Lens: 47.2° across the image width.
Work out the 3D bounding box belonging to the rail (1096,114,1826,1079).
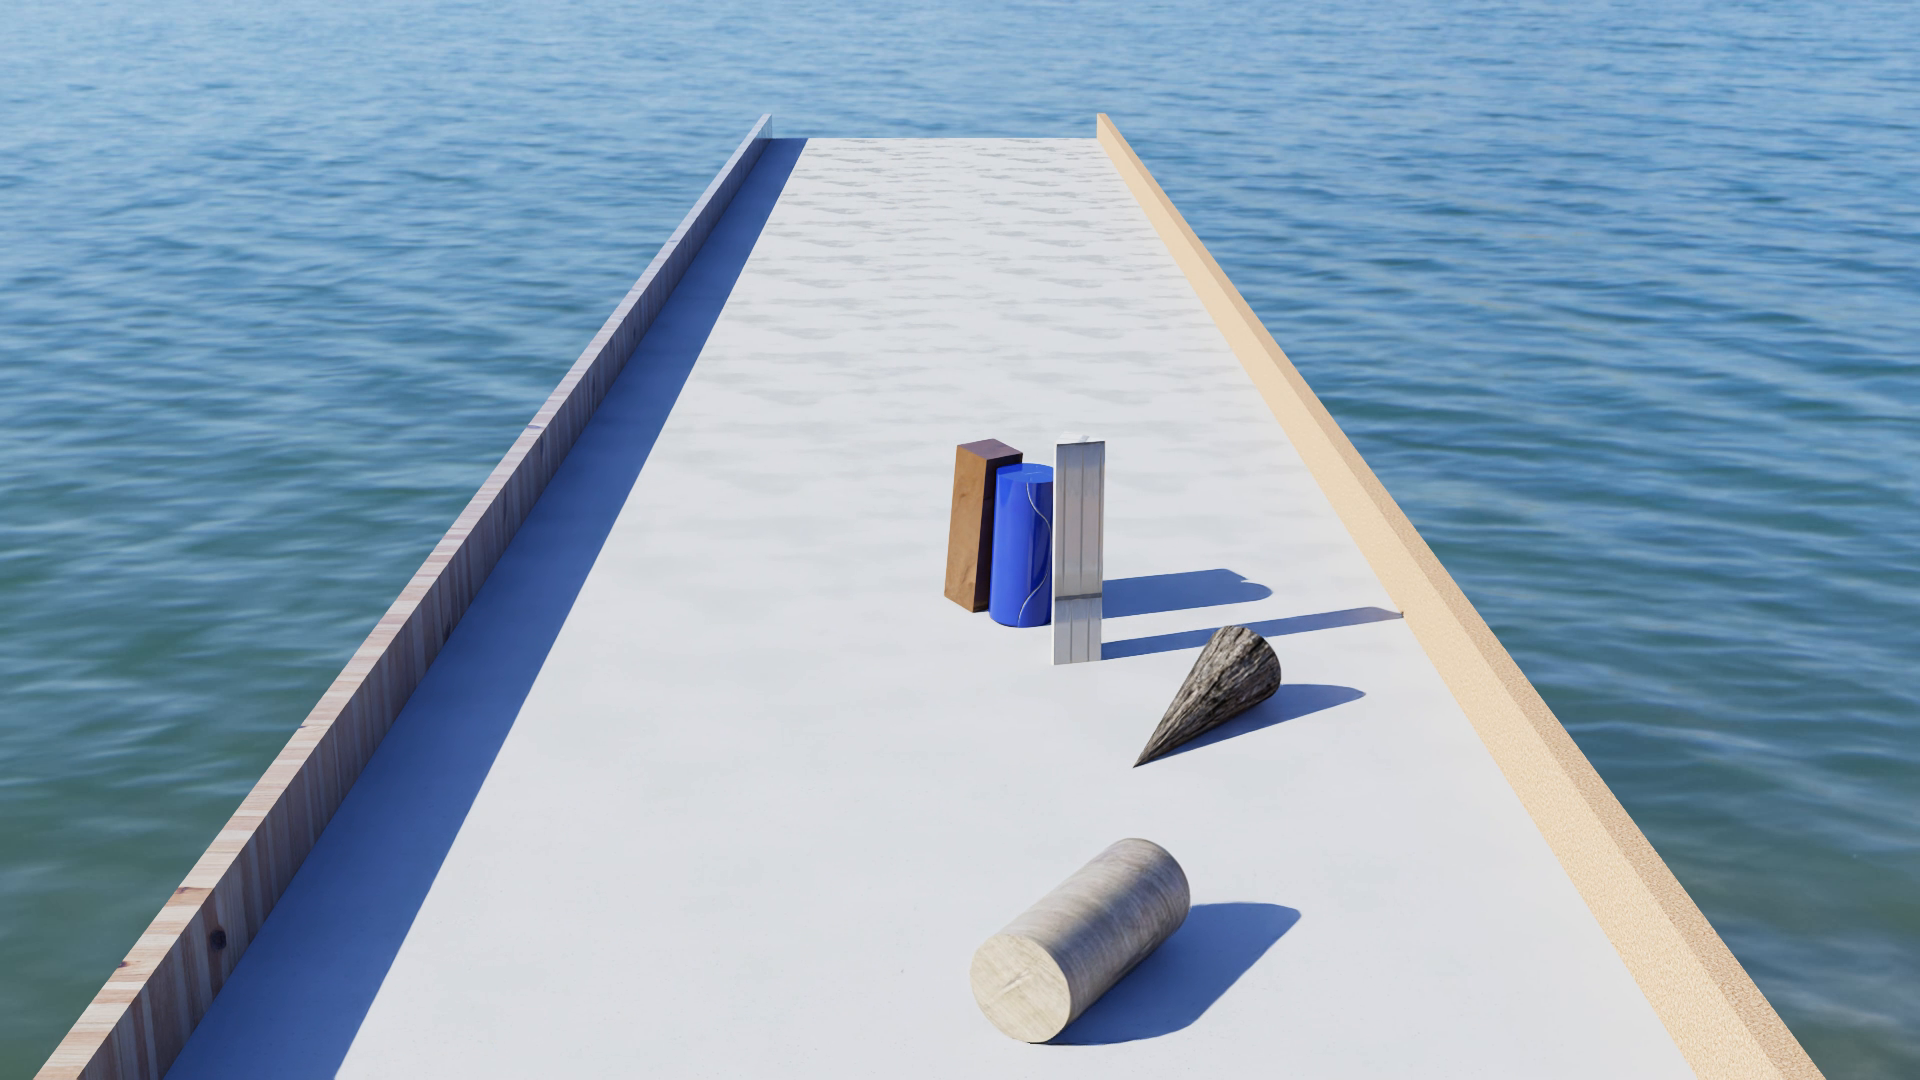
[{"bbox_3d":[0.932,-0.844,7.801,0.050,0.150,12.000,0,17,-1],"label":"rail"}]

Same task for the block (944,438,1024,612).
[{"bbox_3d":[0.049,-0.031,4.702,0.100,0.349,0.100,-12,28,-37],"label":"block"}]

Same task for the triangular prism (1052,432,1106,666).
[{"bbox_3d":[0.221,0.015,4.378,0.104,0.455,0.090,-5,17,-16],"label":"triangular prism"}]

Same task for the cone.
[{"bbox_3d":[0.420,0.319,4.016,0.160,0.160,0.408,12,31,34],"label":"cone"}]

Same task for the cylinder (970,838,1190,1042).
[{"bbox_3d":[0.174,0.555,3.088,0.155,0.155,0.364,10,19,30],"label":"cylinder"}]

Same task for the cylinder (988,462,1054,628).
[{"bbox_3d":[0.137,0.010,4.618,0.137,0.318,0.137,3,19,-1],"label":"cylinder"}]

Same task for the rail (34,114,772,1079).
[{"bbox_3d":[-1.118,-0.838,7.780,0.050,0.150,12.000,0,17,-1],"label":"rail"}]
